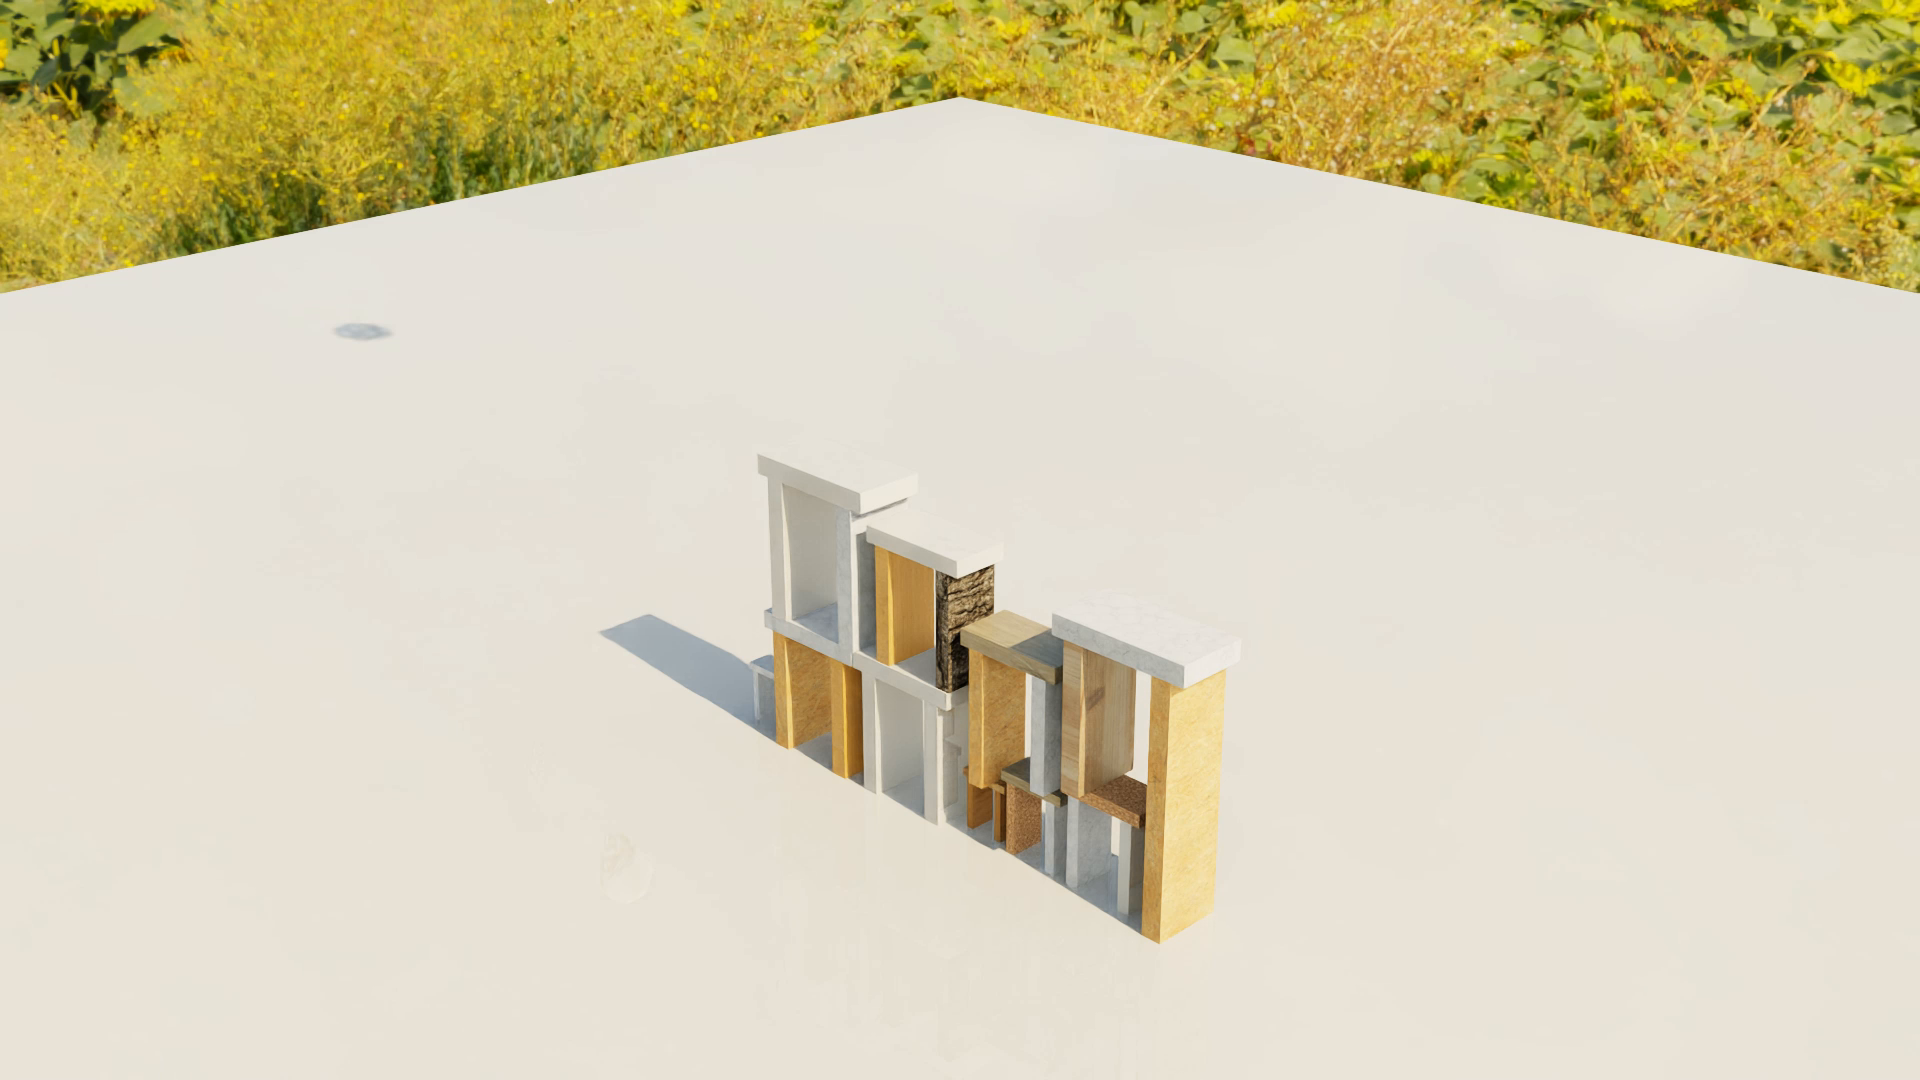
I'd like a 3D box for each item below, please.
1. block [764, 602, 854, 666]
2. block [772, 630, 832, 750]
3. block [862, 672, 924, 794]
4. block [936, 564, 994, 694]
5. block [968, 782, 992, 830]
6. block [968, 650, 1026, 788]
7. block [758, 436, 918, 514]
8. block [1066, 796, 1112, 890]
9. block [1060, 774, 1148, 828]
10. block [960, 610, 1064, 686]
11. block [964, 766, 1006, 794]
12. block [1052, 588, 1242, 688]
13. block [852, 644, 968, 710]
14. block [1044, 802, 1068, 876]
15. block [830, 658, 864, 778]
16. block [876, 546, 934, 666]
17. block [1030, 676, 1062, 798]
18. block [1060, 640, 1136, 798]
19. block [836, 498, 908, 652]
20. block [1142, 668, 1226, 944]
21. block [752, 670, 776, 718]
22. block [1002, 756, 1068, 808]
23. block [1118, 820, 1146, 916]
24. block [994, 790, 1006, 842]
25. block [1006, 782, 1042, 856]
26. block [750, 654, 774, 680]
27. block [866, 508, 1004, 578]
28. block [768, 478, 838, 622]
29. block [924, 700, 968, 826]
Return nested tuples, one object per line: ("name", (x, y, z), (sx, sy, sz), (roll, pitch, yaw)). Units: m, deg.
("block", (-0.269, 0.184, 4.588), (0.270, 0.038, 0.135), (21, 31, 41))
("block", (-0.332, 0.301, 4.707), (0.038, 0.270, 0.135), (21, 31, 41))
("block", (-0.137, 0.377, 4.529), (0.038, 0.269, 0.135), (21, 31, 41))
("block", (0.010, 0.160, 4.274), (0.036, 0.252, 0.126), (21, 31, 41))
("block", (0.040, 0.516, 4.399), (0.016, 0.113, 0.057), (21, 31, 41))
("block", (0.073, 0.329, 4.280), (0.122, 0.292, 0.035), (-21, 31, -41))
("block", (-0.248, -0.135, 4.438), (0.310, 0.044, 0.155), (21, 31, 41))
("block", (0.247, 0.559, 4.194), (0.028, 0.194, 0.097), (21, 31, 41))
("block", (0.293, 0.475, 4.109), (0.194, 0.028, 0.097), (21, 31, 41))
("block", (0.131, 0.201, 4.163), (0.245, 0.035, 0.122), (21, 31, 41))
("block", (0.066, 0.467, 4.349), (0.057, 0.016, 0.113), (-21, 31, -41))
("block", (0.331, 0.173, 3.934), (0.310, 0.044, 0.155), (21, 31, 41))
("block", (-0.074, 0.260, 4.410), (0.269, 0.038, 0.135), (21, 31, 41))
("block", (0.199, 0.561, 4.240), (0.022, 0.155, 0.077), (21, 31, 41))
("block", (-0.205, 0.350, 4.590), (0.038, 0.270, 0.135), (21, 31, 41))
("block", (-0.109, 0.114, 4.384), (0.036, 0.252, 0.126), (21, 31, 41))
("block", (0.189, 0.352, 4.165), (0.035, 0.245, 0.122), (21, 31, 41))
("block", (0.258, 0.307, 4.071), (0.044, 0.311, 0.155), (21, 31, 41))
("block", (-0.176, 0.057, 4.439), (0.044, 0.310, 0.155), (21, 31, 41))
("block", (0.404, 0.467, 3.980), (0.044, 0.532, 0.155), (21, 31, 41))
("block", (-0.426, 0.331, 4.835), (0.016, 0.114, 0.057), (21, 31, 41))
("block", (0.162, 0.466, 4.239), (0.155, 0.022, 0.077), (21, 31, 41))
("block", (0.339, 0.595, 4.110), (0.028, 0.194, 0.097), (21, 31, 41))
("block", (0.094, 0.537, 4.350), (0.016, 0.113, 0.057), (21, 31, 41))
("block", (0.126, 0.533, 4.307), (0.022, 0.155, 0.077), (21, 31, 41))
("block", (-0.399, 0.281, 4.784), (0.114, 0.016, 0.057), (21, 31, 41))
("block", (-0.049, 0.004, 4.273), (0.126, 0.036, 0.252), (-21, 31, -40))
("block", (-0.322, 0.000, 4.574), (0.044, 0.310, 0.155), (21, 31, 41))
("block", (-0.010, 0.426, 4.412), (0.038, 0.269, 0.135), (21, 31, 41))
